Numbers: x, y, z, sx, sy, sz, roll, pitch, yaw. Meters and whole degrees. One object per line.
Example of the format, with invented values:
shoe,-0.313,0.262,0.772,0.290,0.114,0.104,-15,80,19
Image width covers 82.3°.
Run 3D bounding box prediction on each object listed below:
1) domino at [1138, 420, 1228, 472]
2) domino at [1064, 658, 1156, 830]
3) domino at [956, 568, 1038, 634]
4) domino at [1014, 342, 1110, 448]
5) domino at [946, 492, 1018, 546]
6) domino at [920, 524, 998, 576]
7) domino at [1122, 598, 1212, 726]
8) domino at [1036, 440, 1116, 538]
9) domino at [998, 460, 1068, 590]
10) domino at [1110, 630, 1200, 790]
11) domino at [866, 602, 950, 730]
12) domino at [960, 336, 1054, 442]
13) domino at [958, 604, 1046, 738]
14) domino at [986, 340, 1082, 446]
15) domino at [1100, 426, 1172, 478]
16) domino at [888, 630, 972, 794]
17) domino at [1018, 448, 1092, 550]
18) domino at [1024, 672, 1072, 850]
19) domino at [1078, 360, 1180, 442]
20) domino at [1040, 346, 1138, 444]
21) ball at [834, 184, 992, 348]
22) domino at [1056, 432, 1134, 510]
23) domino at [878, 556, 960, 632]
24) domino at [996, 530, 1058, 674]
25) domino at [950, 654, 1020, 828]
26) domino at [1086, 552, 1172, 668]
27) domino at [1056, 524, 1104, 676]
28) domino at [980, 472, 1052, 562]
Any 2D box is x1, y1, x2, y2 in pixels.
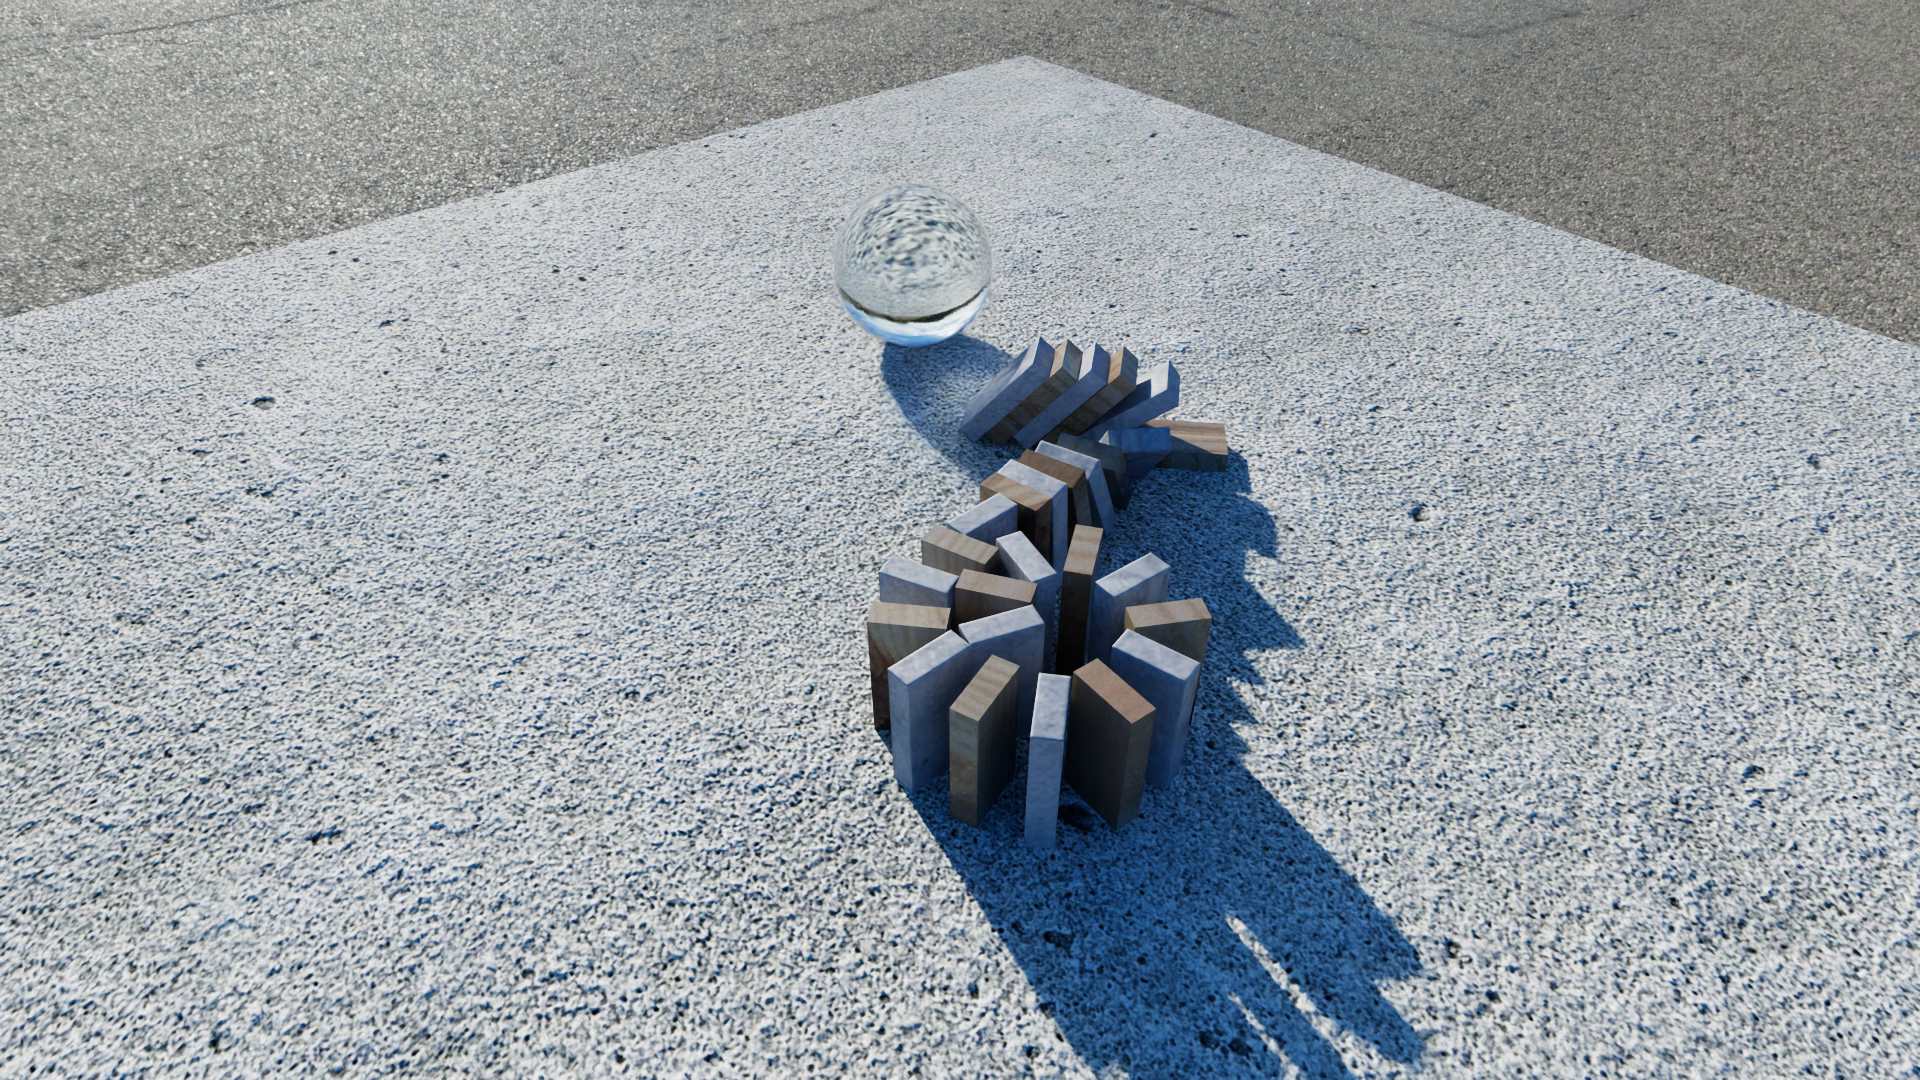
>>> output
domino,0.094,-0.043,0.496,0.050,0.010,0.025,4,40,5
domino,0.045,0.063,0.335,0.010,0.050,0.025,-25,46,-27
domino,0.012,0.034,0.370,0.025,0.050,0.009,11,41,13
domino,0.046,-0.065,0.495,0.010,0.050,0.025,38,37,-18
domino,0.008,0.010,0.399,0.025,0.050,0.009,-30,48,-30
domino,0.000,0.020,0.387,0.025,0.050,0.009,21,45,24
domino,0.065,0.042,0.360,0.025,0.050,0.009,-7,40,-8
domino,0.046,-0.019,0.436,0.025,0.050,0.010,21,72,24
domino,0.028,-0.004,0.416,0.025,0.050,0.010,27,53,29
domino,0.059,0.054,0.346,0.025,0.050,0.009,25,46,27
domino,-0.016,0.043,0.359,0.025,0.050,0.009,5,40,6
domino,0.021,-0.068,0.499,0.010,0.050,0.025,38,37,-18
domino,0.013,0.045,0.356,0.025,0.050,0.010,-14,41,-17
domino,0.033,-0.066,0.497,0.010,0.050,0.025,38,37,-18
domino,0.069,-0.035,0.459,0.025,0.050,0.009,-4,81,-5
domino,-0.009,0.054,0.345,0.025,0.050,0.009,-29,48,-31
domino,0.037,-0.012,0.426,0.025,0.050,0.010,23,62,25
domino,0.026,0.067,0.330,0.009,0.050,0.025,6,40,7
domino,0.074,-0.059,0.493,0.050,0.010,0.025,-26,29,30
domino,0.058,-0.062,0.492,0.010,0.050,0.025,38,37,-18
ball,-0.024,-0.138,0.556,0.080,0.080,0.080,0,39,0
domino,0.055,-0.027,0.448,0.025,0.050,0.009,17,79,18
domino,-0.013,0.030,0.374,0.025,0.050,0.009,17,42,20
domino,0.022,0.025,0.381,0.010,0.050,0.025,-17,42,-20
domino,0.007,0.062,0.336,0.009,0.050,0.025,21,44,23
domino,0.057,0.031,0.374,0.025,0.050,0.010,-25,46,-28
domino,0.041,0.022,0.384,0.009,0.050,0.025,9,40,11
domino,0.020,0.002,0.409,0.025,0.050,0.010,27,48,29
